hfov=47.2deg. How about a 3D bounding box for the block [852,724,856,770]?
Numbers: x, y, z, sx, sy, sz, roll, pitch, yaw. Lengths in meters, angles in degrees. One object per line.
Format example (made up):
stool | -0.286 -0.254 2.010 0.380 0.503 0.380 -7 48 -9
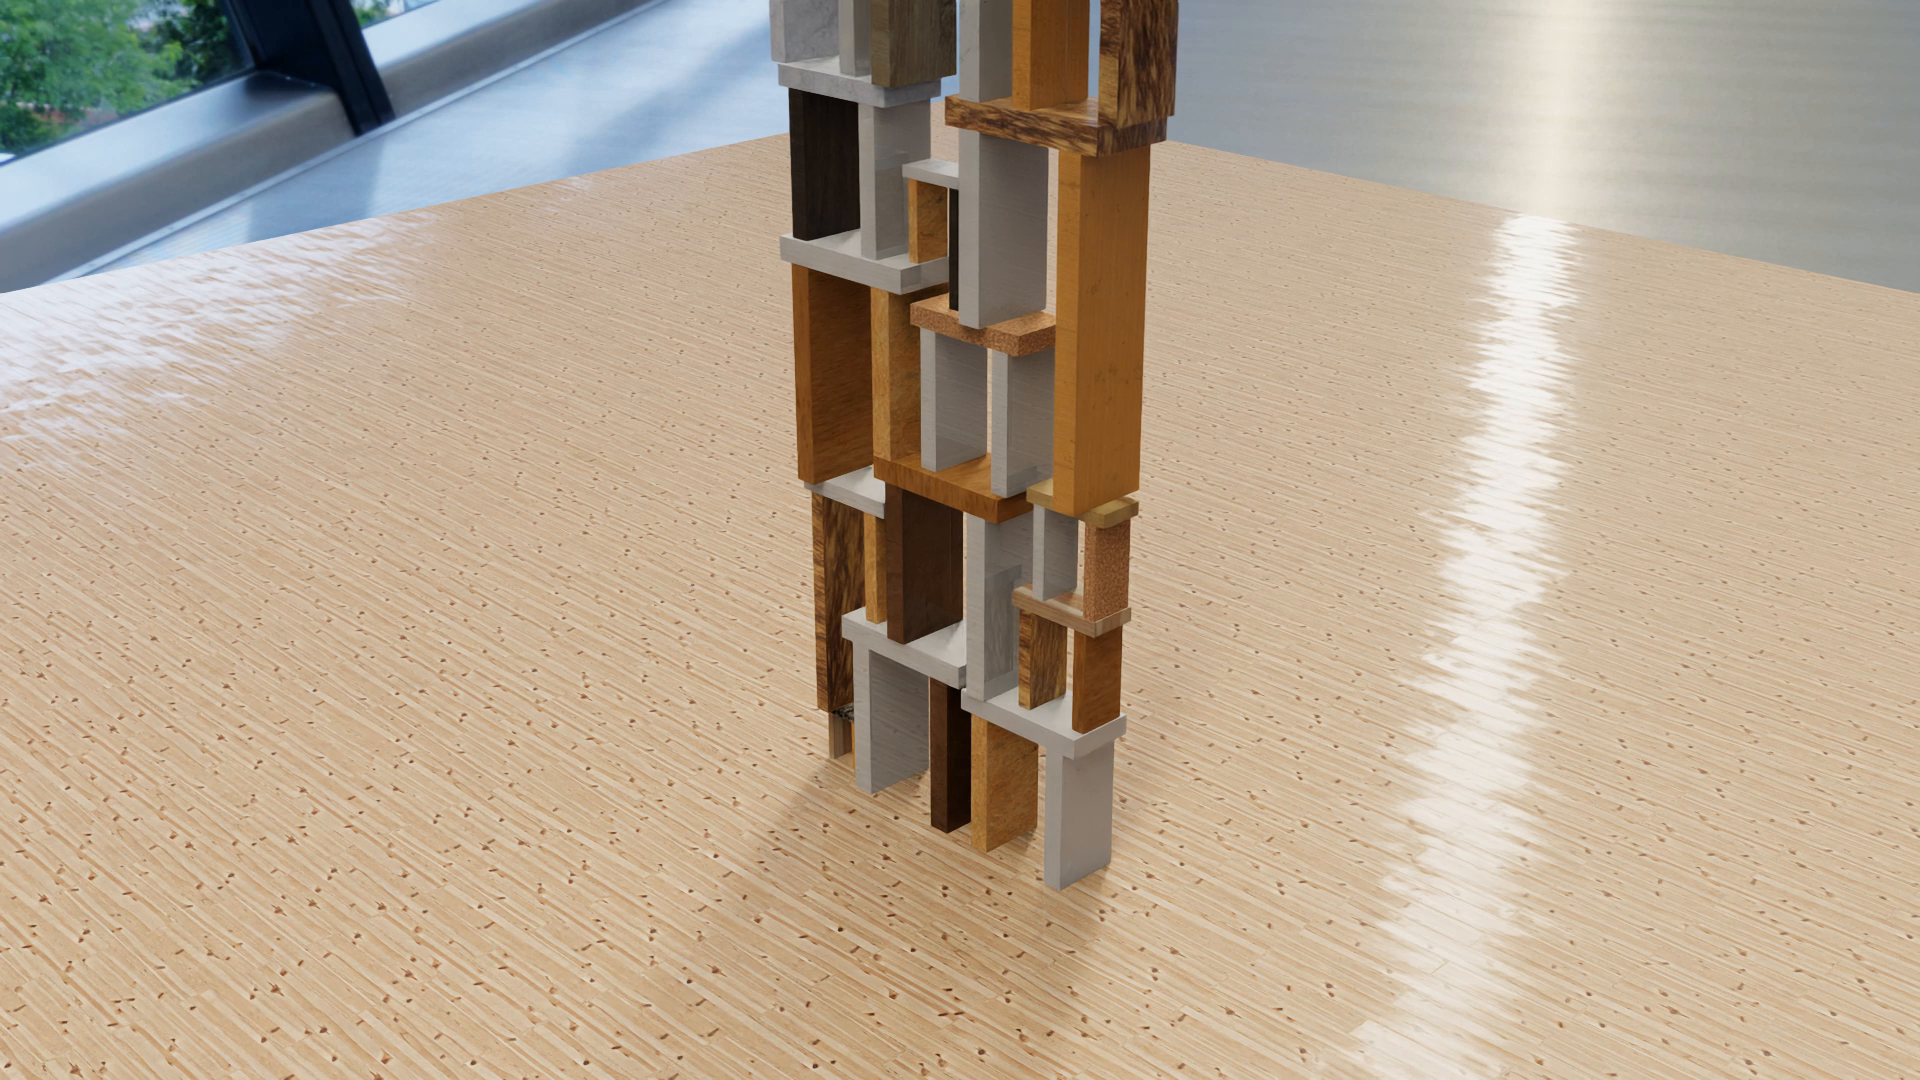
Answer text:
block | -0.202 0.425 4.619 0.015 0.109 0.054 21 31 41

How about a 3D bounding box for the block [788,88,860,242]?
block | -0.255 -0.725 4.185 0.041 0.287 0.144 21 31 40

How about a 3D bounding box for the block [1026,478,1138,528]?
block | 0.220 -0.070 3.958 0.187 0.027 0.094 21 31 41

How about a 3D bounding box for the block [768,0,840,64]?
block | -0.290 -1.044 4.100 0.040 0.284 0.142 20 30 41

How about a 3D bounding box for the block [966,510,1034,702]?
block | 0.087 0.106 4.172 0.165 0.376 0.047 -21 31 -41

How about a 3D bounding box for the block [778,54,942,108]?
block | -0.187 -0.849 4.058 0.287 0.041 0.144 21 31 40

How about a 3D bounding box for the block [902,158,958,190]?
block | -0.022 -0.660 3.971 0.157 0.022 0.078 21 31 40

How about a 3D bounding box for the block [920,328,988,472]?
block | -0.010 -0.277 4.123 0.138 0.275 0.039 -21 31 -41

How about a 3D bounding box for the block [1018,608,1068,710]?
block | 0.157 0.210 4.148 0.102 0.204 0.029 -21 31 -41

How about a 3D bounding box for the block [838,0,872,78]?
block | -0.155 -0.992 3.977 0.040 0.284 0.142 20 31 40

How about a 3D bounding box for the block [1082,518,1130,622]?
block | 0.264 0.045 3.959 0.027 0.187 0.094 21 31 41

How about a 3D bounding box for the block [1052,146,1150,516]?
block | 0.243 -0.368 3.805 0.176 0.642 0.050 -21 31 -41

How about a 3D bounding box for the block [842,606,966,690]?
block | -0.062 0.197 4.383 0.333 0.047 0.166 21 31 41

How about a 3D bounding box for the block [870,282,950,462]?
block | -0.089 -0.333 4.178 0.167 0.335 0.047 -21 31 -41

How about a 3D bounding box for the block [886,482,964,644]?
block | -0.068 0.024 4.307 0.047 0.330 0.165 21 31 41

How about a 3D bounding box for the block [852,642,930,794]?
block | -0.140 0.342 4.529 0.047 0.333 0.166 21 31 41

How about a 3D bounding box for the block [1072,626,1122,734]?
block | 0.254 0.247 4.059 0.029 0.204 0.102 21 31 41

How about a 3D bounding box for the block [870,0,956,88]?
block | -0.082 -0.985 3.891 0.047 0.340 0.167 21 31 40

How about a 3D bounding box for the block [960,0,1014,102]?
block | 0.074 -0.927 3.746 0.167 0.334 0.047 -21 31 -41

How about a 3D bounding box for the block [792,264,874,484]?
block | -0.247 -0.344 4.344 0.047 0.445 0.167 21 31 40

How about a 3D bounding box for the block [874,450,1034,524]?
block | 0.009 -0.119 4.162 0.330 0.047 0.165 21 31 41

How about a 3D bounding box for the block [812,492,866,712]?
block | -0.246 0.115 4.544 0.033 0.490 0.117 21 31 40

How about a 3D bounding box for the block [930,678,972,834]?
block | 0.017 0.403 4.385 0.047 0.333 0.166 21 31 41

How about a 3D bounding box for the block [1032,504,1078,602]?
block | 0.176 0.011 4.040 0.027 0.187 0.094 21 31 41

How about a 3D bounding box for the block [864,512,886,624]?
block | -0.136 0.040 4.393 0.033 0.234 0.117 21 31 41

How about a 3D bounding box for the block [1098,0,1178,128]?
block | 0.290 -0.824 3.559 0.145 0.290 0.041 -21 31 -41

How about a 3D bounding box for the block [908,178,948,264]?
block | -0.058 -0.593 4.040 0.022 0.157 0.078 21 31 41

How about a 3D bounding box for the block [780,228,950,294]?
block | -0.168 -0.539 4.175 0.335 0.047 0.167 21 31 40

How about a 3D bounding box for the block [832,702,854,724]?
block | -0.227 0.358 4.618 0.109 0.015 0.054 21 31 41

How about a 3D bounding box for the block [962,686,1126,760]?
block | 0.158 0.326 4.187 0.293 0.042 0.147 21 31 41

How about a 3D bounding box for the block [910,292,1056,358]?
block | 0.054 -0.397 4.002 0.138 0.039 0.275 -21 31 -41

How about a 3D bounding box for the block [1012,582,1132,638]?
block | 0.205 0.121 4.058 0.204 0.029 0.102 21 31 41

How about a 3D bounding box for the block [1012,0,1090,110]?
block | 0.154 -0.877 3.685 0.145 0.290 0.041 -21 31 -41

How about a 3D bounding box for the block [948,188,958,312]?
block | 0.016 -0.533 3.985 0.078 0.224 0.022 -21 31 -41

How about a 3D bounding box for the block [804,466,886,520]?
block | -0.191 -0.104 4.391 0.234 0.033 0.117 21 31 40

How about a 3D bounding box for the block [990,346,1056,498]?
block | 0.119 -0.227 4.004 0.138 0.275 0.039 -21 31 -41

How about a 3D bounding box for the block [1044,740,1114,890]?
block | 0.227 0.508 4.189 0.042 0.293 0.147 21 31 41

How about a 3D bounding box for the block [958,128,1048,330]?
block | 0.078 -0.566 3.901 0.176 0.352 0.050 -21 31 -41

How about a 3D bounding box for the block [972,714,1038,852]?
block | 0.088 0.454 4.316 0.042 0.293 0.147 21 31 41

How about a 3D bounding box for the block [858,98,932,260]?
block | -0.119 -0.672 4.061 0.041 0.287 0.144 21 31 40

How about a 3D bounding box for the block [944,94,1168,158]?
block | 0.160 -0.718 3.746 0.176 0.050 0.352 -21 31 -41

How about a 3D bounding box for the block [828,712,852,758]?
block | -0.253 0.405 4.666 0.015 0.109 0.054 21 31 41
